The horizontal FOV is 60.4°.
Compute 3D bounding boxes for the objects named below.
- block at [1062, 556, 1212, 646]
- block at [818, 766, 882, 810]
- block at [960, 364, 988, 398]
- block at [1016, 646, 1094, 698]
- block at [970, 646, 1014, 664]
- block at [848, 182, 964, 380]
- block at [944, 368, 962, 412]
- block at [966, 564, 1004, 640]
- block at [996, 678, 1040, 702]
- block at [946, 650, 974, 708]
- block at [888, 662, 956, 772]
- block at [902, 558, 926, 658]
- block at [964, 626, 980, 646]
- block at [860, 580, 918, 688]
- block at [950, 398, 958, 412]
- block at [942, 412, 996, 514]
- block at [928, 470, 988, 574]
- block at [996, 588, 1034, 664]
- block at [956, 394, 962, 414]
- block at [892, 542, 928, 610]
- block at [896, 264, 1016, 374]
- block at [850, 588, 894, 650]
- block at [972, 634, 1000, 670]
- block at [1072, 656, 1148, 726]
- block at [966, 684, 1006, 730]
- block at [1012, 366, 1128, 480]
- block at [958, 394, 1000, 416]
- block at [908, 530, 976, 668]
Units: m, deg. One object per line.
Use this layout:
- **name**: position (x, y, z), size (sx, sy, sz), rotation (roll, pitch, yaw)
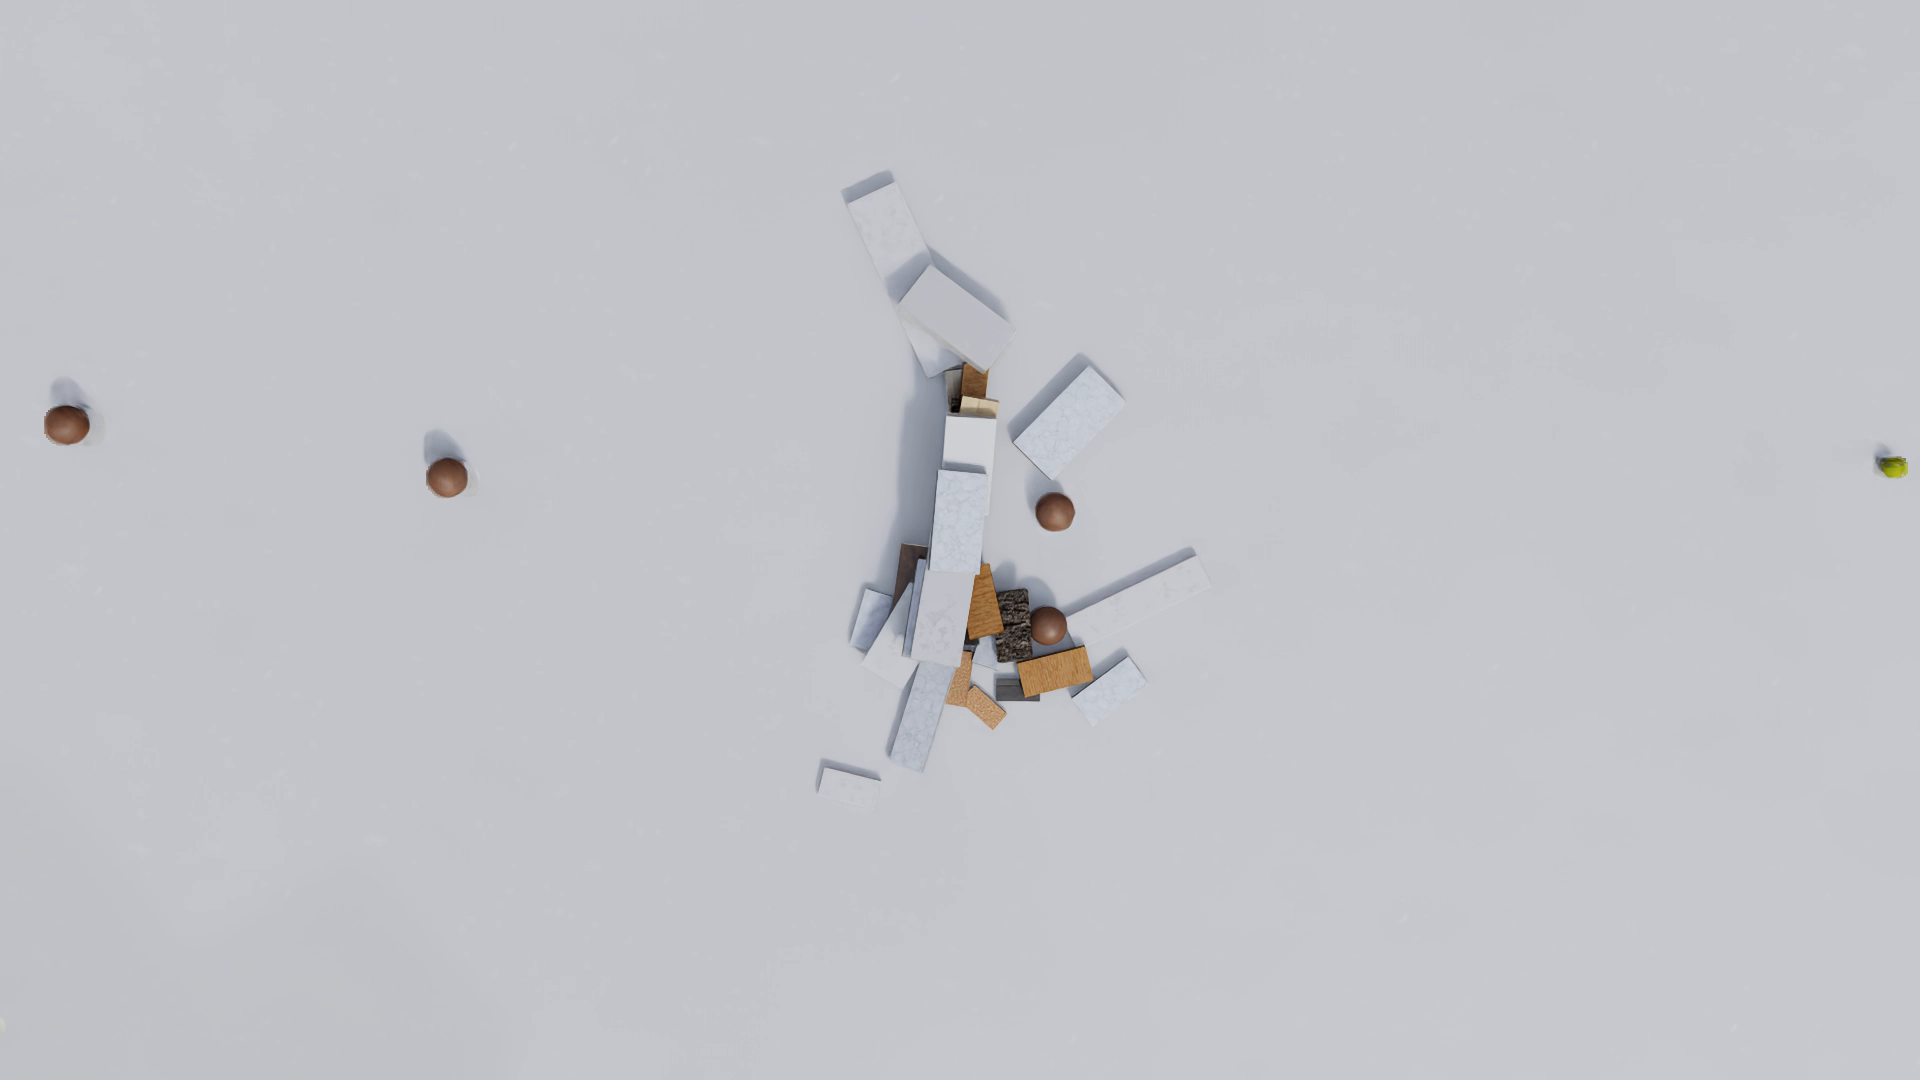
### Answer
- **block**: position (0.589, 0.209, 5.484), size (0.493, 0.033, 0.115), rotation (-26, 90, 0)
- **block**: position (-0.367, 0.825, 5.486), size (0.194, 0.027, 0.097), rotation (14, 90, 0)
- **block**: position (0.043, -0.490, 5.425), size (0.083, 0.024, 0.167), rotation (6, 92, -7)
- **block**: position (0.314, 0.434, 5.456), size (0.233, 0.033, 0.117), rotation (-14, 97, 0)
- **block**: position (0.110, 0.365, 5.490), size (0.146, 0.021, 0.073), rotation (6, 90, 0)
- **block**: position (-0.159, -0.860, 5.475), size (0.179, 0.051, 0.635), rotation (-25, 90, 0)
- **block**: position (-0.001, -0.484, 5.463), size (0.083, 0.024, 0.167), rotation (-8, 106, -4)
- **block**: position (0.065, 0.202, 5.420), size (0.115, 0.033, 0.230), rotation (-13, 80, 4)
- **block**: position (0.194, 0.500, 5.490), size (0.146, 0.021, 0.073), rotation (0, 90, 0)
- **block**: position (-0.013, 0.456, 5.474), size (0.091, 0.026, 0.183), rotation (8, 89, 15)
- **block**: position (-0.118, 0.561, 5.465), size (0.117, 0.033, 0.400), rotation (18, 91, 15)
- **block**: position (-0.084, 0.233, 5.364), size (0.160, 0.045, 0.320), rotation (10, 79, -6)
- **block**: position (0.019, 0.256, 5.461), size (0.091, 0.026, 0.183), rotation (-1, 75, 4)
- **block**: position (-0.176, 0.312, 5.430), size (0.160, 0.045, 0.320), rotation (31, 94, -2)
- **block**: position (0.007, -0.382, 5.465), size (0.083, 0.024, 0.166), rotation (4, 103, -7)
- **block**: position (0.025, -0.247, 5.348), size (0.162, 0.046, 0.323), rotation (3, 110, -3)
- **block**: position (-0.006, -0.057, 5.305), size (0.162, 0.046, 0.323), rotation (5, 89, -7)
- **block**: position (0.173, 0.282, 5.420), size (0.115, 0.033, 0.230), rotation (-11, 76, 28)
- **block**: position (0.038, -0.352, 5.423), size (0.121, 0.034, 0.242), rotation (8, 117, -6)
- **block**: position (-0.137, 0.179, 5.465), size (0.160, 0.045, 0.320), rotation (8, 95, 0)
- **block**: position (-0.010, -0.722, 5.404), size (0.358, 0.051, 0.179), rotation (37, 76, 0)
- **block**: position (-0.293, 0.268, 5.486), size (0.097, 0.027, 0.194), rotation (16, 90, 0)
- **block**: position (0.111, 0.332, 5.465), size (0.091, 0.026, 0.183), rotation (18, 77, 3)
- **block**: position (0.499, 0.503, 5.483), size (0.233, 0.033, 0.117), rotation (-37, 90, 0)
- **block**: position (0.079, 0.558, 5.490), size (0.146, 0.021, 0.073), rotation (42, 90, 0)
- **block**: position (0.365, -0.387, 5.475), size (0.179, 0.051, 0.358), rotation (45, 90, 0)
- **block**: position (0.044, -0.346, 5.355), size (0.121, 0.034, 0.242), rotation (10, 109, -6)
- **block**: position (-0.044, 0.165, 5.335), size (0.162, 0.046, 0.477), rotation (11, 79, -6)
